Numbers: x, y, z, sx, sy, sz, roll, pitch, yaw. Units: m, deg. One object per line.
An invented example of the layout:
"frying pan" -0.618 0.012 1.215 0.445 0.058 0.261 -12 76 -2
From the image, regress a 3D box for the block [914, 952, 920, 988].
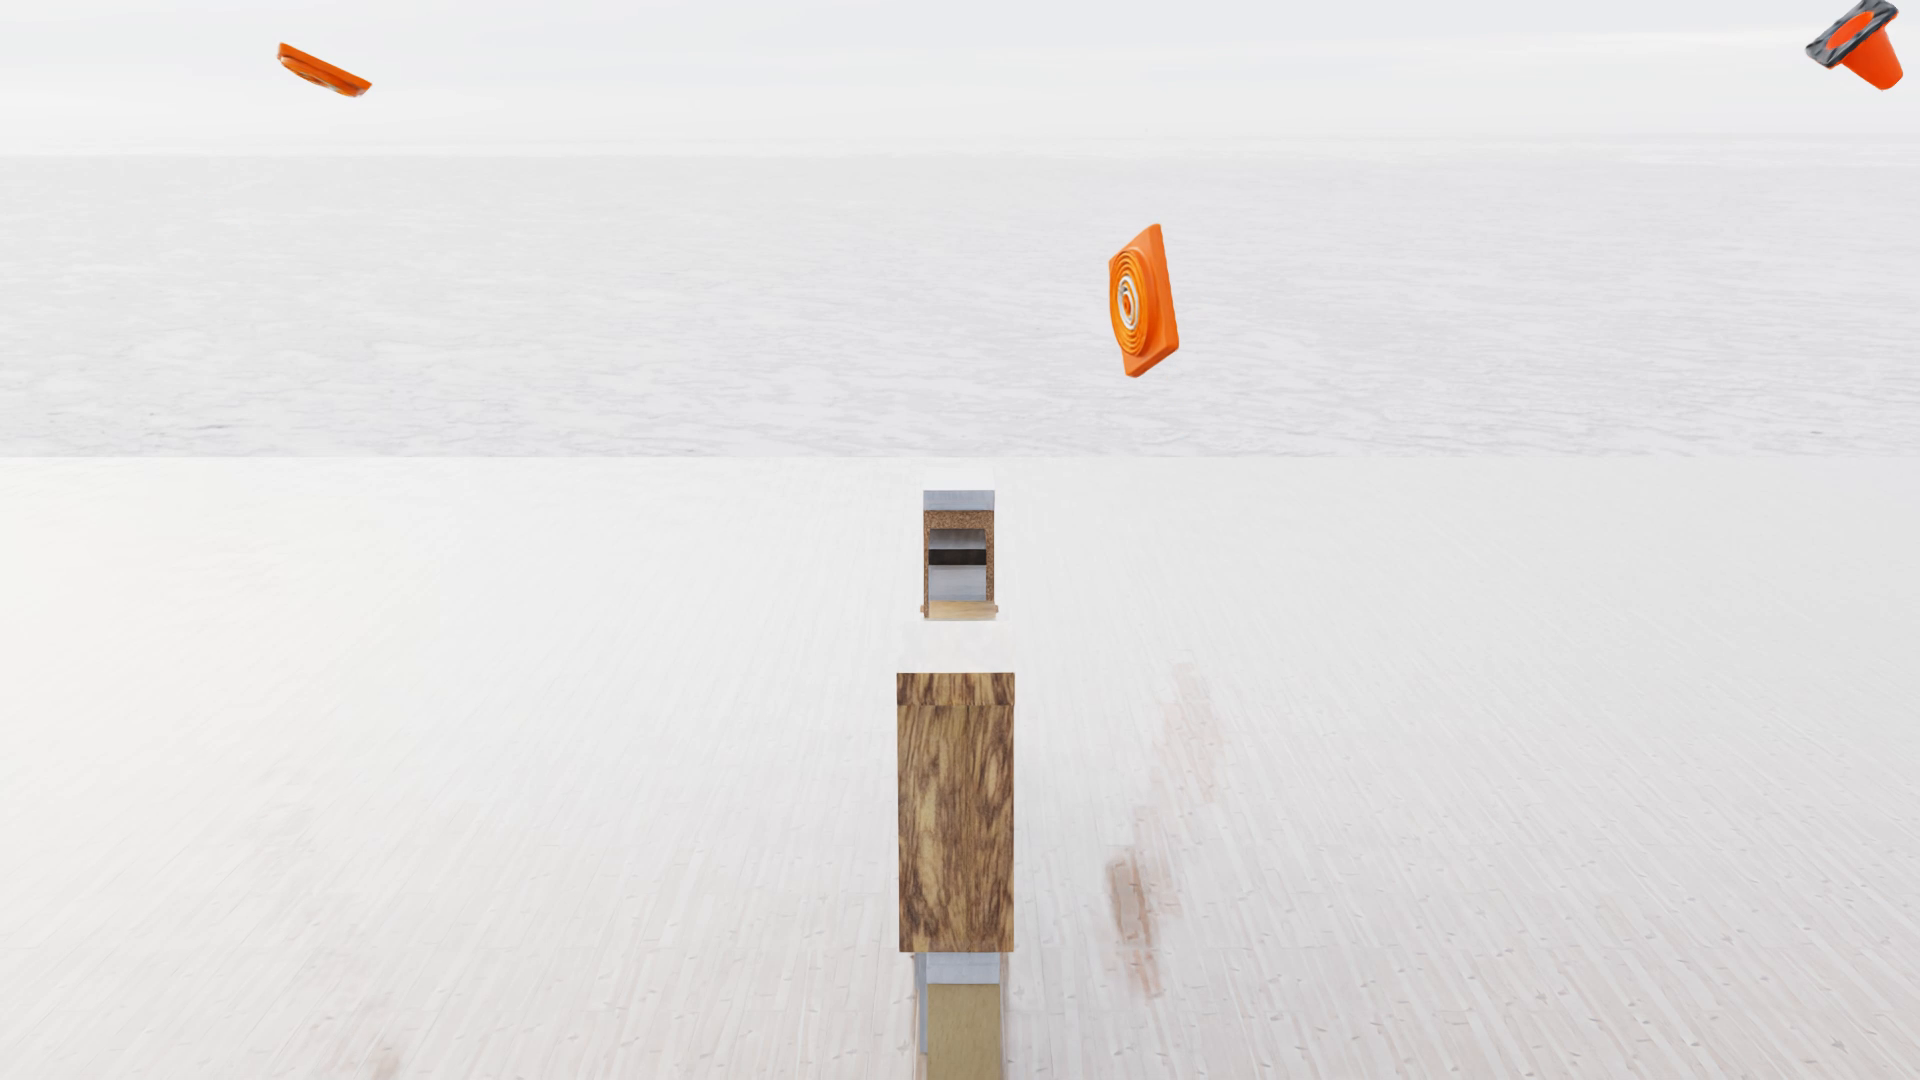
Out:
"block" -0.004 0.538 3.255 0.126 0.253 0.036 0 11 0

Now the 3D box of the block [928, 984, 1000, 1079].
"block" 0.005 0.649 2.842 0.093 0.185 0.026 0 11 0

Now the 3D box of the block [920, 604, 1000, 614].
"block" -0.001 0.175 4.127 0.152 0.043 0.303 0 11 0

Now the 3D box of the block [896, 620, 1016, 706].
"block" -0.004 0.159 2.881 0.148 0.042 0.295 0 10 0

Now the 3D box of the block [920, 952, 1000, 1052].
"block" -0.001 0.596 3.031 0.110 0.220 0.031 0 11 0

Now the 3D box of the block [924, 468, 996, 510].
"block" -0.002 -0.088 3.747 0.119 0.034 0.238 0 11 0

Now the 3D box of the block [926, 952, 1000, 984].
"block" 0.004 0.534 2.883 0.093 0.026 0.185 0 11 0

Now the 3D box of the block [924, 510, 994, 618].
"block" -0.002 0.060 3.694 0.119 0.238 0.034 0 11 0

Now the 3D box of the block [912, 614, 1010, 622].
"block" 0.001 0.188 3.793 0.174 0.049 0.348 0 11 0

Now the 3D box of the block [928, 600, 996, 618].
"block" 0.004 0.129 3.367 0.103 0.029 0.205 0 11 0

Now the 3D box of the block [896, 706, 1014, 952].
"block" -0.005 0.362 2.819 0.148 0.335 0.042 0 11 0

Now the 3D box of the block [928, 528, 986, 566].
"block" -0.004 0.010 3.546 0.091 0.026 0.182 0 11 0

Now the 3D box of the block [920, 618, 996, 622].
"block" -0.003 0.151 3.148 0.111 0.031 0.222 0 11 0

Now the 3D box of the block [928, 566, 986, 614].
"block" -0.004 0.208 3.521 0.091 0.353 0.026 0 11 0
